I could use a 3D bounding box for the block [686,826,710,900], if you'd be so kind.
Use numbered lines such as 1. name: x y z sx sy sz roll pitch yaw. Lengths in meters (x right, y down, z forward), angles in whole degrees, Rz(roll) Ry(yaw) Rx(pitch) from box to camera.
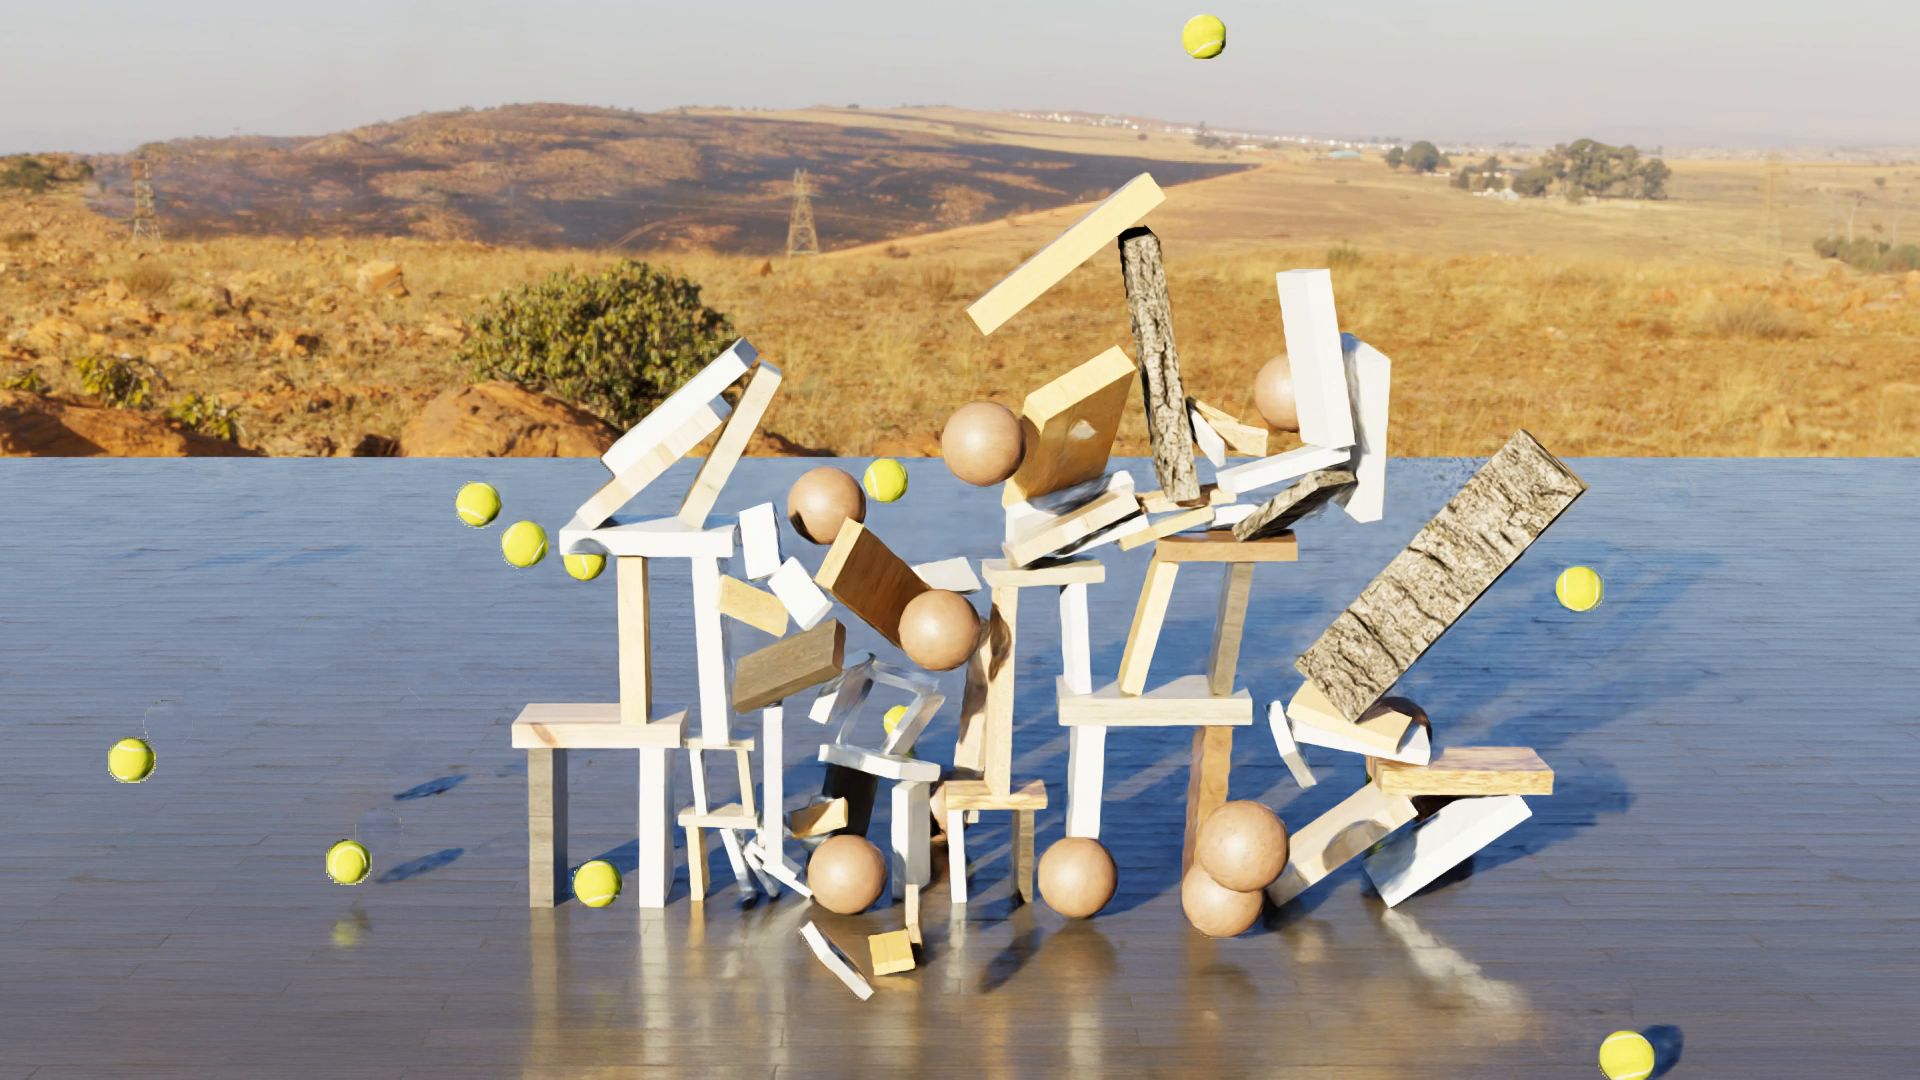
1. block: -0.435 0.526 3.656 0.018 0.129 0.064 -2 12 5

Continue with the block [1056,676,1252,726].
1. block: 0.315 0.263 3.609 0.309 0.044 0.154 0 11 0

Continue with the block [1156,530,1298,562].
1. block: 0.428 0.008 3.543 0.222 0.031 0.111 0 11 5

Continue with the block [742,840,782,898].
1. block: -0.329 0.547 3.661 0.013 0.093 0.046 -30 8 9

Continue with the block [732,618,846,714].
1. block: -0.261 0.193 3.354 0.187 0.027 0.094 -23 41 24

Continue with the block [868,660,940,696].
1. block: -0.099 0.229 3.655 0.123 0.017 0.062 16 10 3

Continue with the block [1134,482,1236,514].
1. block: 0.362 -0.068 3.559 0.156 0.022 0.078 -8 10 -6

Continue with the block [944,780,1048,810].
1. block: 0.057 0.419 3.621 0.164 0.023 0.082 0 12 -4

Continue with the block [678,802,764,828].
1. block: -0.395 0.455 3.636 0.129 0.018 0.064 2 13 4

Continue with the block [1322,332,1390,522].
1. block: 0.620 -0.177 3.455 0.038 0.267 0.134 -10 27 -16

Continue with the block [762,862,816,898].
1. block: -0.285 0.558 3.663 0.093 0.013 0.046 33 12 -7

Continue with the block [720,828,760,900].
1. block: -0.365 0.526 3.655 0.018 0.129 0.064 -16 11 7

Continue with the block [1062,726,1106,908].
1. block: 0.204 0.436 3.647 0.044 0.309 0.154 3 10 -1

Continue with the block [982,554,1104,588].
1. block: 0.133 0.050 3.555 0.184 0.026 0.092 -3 12 -9

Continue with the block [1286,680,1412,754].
1. block: 0.639 0.290 3.610 0.184 0.026 0.092 19 27 19

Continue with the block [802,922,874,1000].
1. block: -0.162 0.559 2.920 0.017 0.121 0.061 -40 43 -3

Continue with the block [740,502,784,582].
1. block: -0.312 0.003 3.465 0.058 0.116 0.016 -16 -22 19

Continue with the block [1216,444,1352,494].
1. block: 0.498 -0.114 3.395 0.187 0.027 0.094 -17 7 -8

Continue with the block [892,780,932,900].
1. block: -0.081 0.493 3.663 0.027 0.191 0.095 6 13 22

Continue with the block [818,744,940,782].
1. block: -0.135 0.371 3.665 0.191 0.027 0.095 8 -1 44

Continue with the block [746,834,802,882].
1. block: -0.308 0.527 3.651 0.093 0.013 0.046 37 11 2

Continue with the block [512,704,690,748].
1. block: -0.588 0.305 3.617 0.270 0.038 0.135 0 11 0

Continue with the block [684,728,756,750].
1. block: -0.393 0.326 3.603 0.113 0.016 0.057 2 13 -1

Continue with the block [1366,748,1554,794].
1. block: 0.822 0.380 3.630 0.276 0.039 0.138 0 11 -1

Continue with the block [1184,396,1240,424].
1. block: 0.399 -0.190 3.493 0.095 0.048 0.014 29 59 23

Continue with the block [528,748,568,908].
1. block: -0.682 0.457 3.646 0.038 0.270 0.135 1 11 0

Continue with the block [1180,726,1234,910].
1. block: 0.408 0.437 3.640 0.044 0.309 0.154 4 11 -1

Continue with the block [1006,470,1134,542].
1. block: 0.180 -0.038 3.606 0.213 0.107 0.030 -17 49 -15

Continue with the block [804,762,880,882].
1. block: -0.198 0.476 3.703 0.095 0.191 0.027 15 -4 -43

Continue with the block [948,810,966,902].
1. block: -0.005 0.509 3.650 0.023 0.164 0.082 -3 11 1

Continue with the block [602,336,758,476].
1. block: -0.445 -0.215 3.513 0.274 0.039 0.137 -38 10 11

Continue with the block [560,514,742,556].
1. block: -0.495 -0.008 3.550 0.274 0.039 0.137 1 12 3

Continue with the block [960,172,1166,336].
1. block: 0.159 -0.449 3.477 0.350 0.050 0.175 -37 6 1

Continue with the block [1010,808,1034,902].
1. block: 0.103 0.510 3.649 0.023 0.164 0.082 -1 12 -8

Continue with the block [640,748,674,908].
1. block: -0.502 0.456 3.646 0.038 0.270 0.135 2 11 0

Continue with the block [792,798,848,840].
1. block: -0.230 0.458 3.608 0.094 0.013 0.047 -18 46 16

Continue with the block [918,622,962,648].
1. block: -0.063 0.177 4.121 0.126 0.063 0.018 0 53 8
